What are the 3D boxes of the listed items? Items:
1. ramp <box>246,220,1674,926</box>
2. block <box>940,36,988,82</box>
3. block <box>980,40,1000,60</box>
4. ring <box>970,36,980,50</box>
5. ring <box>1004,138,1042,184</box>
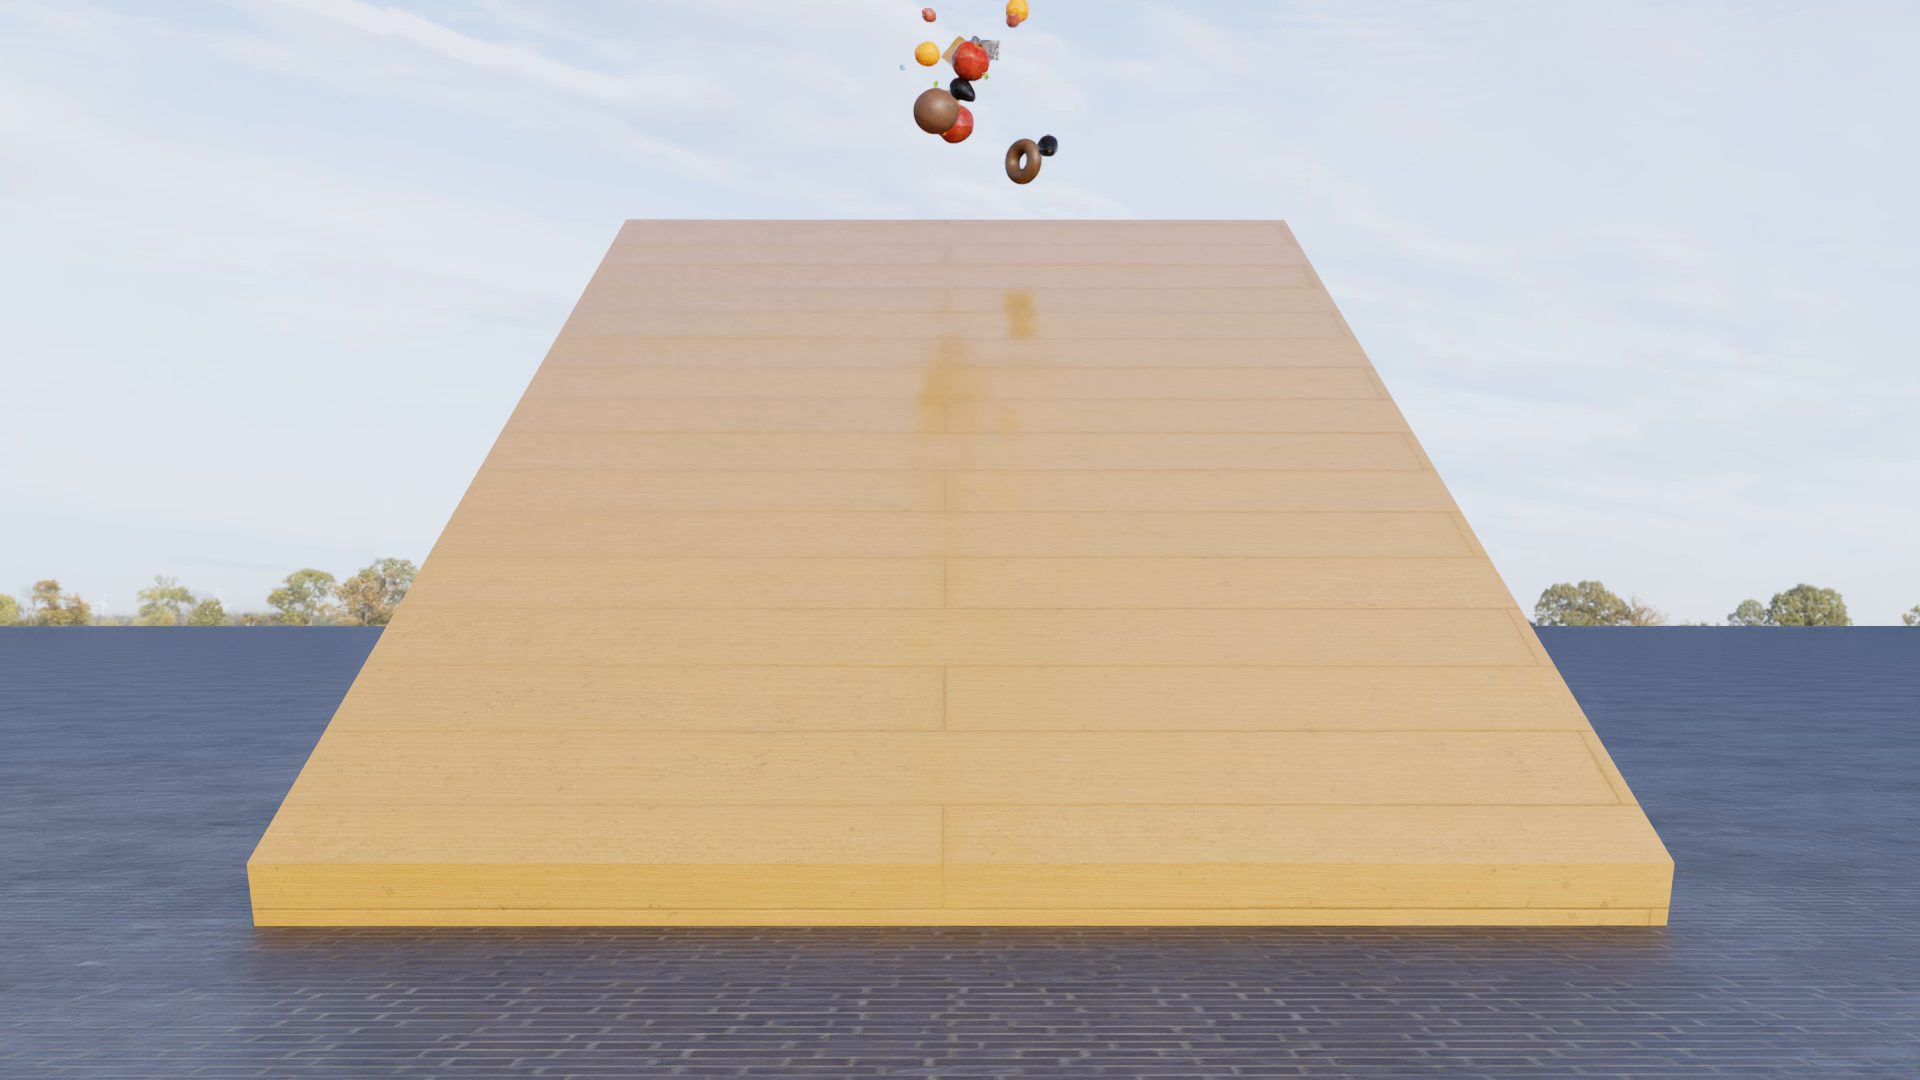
[{"bbox_3d":[-0.006,-0.214,5.079,2.000,0.100,4.000,0,21,0],"label":"ramp"},{"bbox_3d":[0.012,-1.410,6.676,0.082,0.082,0.082,39,6,-33],"label":"block"},{"bbox_3d":[0.088,-1.459,6.786,0.054,0.054,0.054,2,16,-3],"label":"block"},{"bbox_3d":[0.042,-1.492,6.921,0.026,0.077,0.077,10,-1,4],"label":"ring"},{"bbox_3d":[0.188,-1.121,6.754,0.046,0.137,0.137,3,-3,-44],"label":"ring"}]
